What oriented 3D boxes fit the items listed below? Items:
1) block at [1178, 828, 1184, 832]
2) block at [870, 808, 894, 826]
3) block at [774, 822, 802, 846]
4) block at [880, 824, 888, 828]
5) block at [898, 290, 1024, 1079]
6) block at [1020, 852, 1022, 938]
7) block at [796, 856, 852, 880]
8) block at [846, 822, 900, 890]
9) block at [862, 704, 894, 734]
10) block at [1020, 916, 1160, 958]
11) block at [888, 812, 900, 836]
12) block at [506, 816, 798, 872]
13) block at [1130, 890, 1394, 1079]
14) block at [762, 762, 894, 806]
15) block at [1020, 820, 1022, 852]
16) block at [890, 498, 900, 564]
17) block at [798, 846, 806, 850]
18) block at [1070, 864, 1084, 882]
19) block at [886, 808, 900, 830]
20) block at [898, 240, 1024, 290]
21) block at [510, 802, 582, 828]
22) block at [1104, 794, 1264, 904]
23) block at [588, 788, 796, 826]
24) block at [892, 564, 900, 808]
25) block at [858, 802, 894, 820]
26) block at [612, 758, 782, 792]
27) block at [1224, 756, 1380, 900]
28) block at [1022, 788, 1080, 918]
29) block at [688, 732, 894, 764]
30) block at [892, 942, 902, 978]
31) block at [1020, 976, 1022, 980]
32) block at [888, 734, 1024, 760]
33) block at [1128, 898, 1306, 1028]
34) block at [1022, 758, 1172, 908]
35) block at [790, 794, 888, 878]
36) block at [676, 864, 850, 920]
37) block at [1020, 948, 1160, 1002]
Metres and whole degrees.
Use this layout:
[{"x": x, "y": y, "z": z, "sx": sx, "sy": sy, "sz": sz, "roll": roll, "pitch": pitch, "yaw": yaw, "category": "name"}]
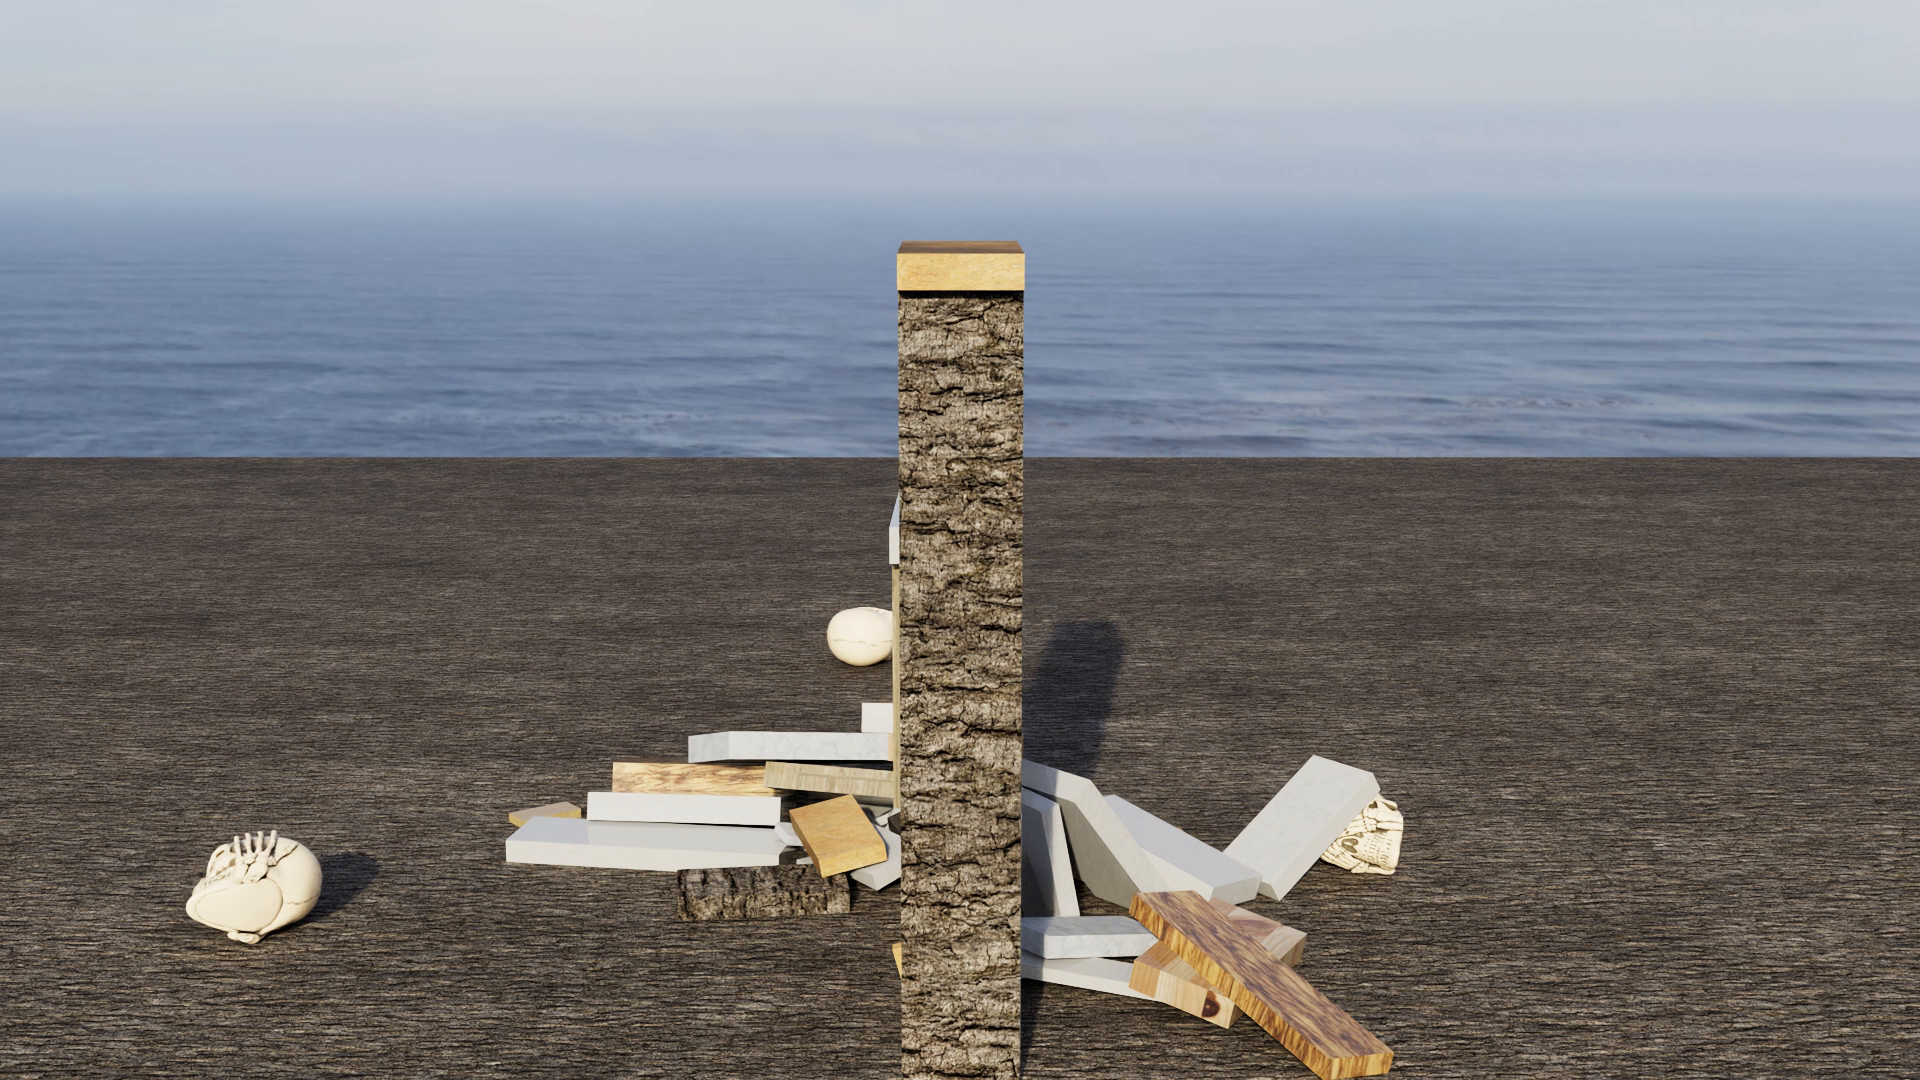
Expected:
[{"x": 0.359, "y": 0.548, "z": 3.810, "sx": 0.108, "sy": 0.030, "sz": 0.215, "roll": -2, "pitch": 11, "yaw": -11, "category": "block"}, {"x": -0.158, "y": 0.508, "z": 3.935, "sx": 0.104, "sy": 0.015, "sz": 0.052, "roll": -27, "pitch": -1, "yaw": 24, "category": "block"}, {"x": -0.260, "y": 0.516, "z": 3.847, "sx": 0.117, "sy": 0.017, "sz": 0.058, "roll": 8, "pitch": 15, "yaw": -30, "category": "block"}, {"x": -0.065, "y": 0.508, "z": 3.961, "sx": 0.103, "sy": 0.029, "sz": 0.207, "roll": -1, "pitch": 13, "yaw": 30, "category": "block"}, {"x": 0.001, "y": 0.205, "z": 2.838, "sx": 0.156, "sy": 1.059, "sz": 0.044, "roll": 0, "pitch": 11, "yaw": 0, "category": "block"}, {"x": 0.003, "y": 0.557, "z": 2.985, "sx": 0.157, "sy": 0.315, "sz": 0.045, "roll": 0, "pitch": 11, "yaw": 0, "category": "block"}, {"x": -0.230, "y": 0.564, "z": 3.770, "sx": 0.052, "sy": 0.015, "sz": 0.104, "roll": -7, "pitch": 13, "yaw": -35, "category": "block"}, {"x": -0.160, "y": 0.531, "z": 3.743, "sx": 0.104, "sy": 0.029, "sz": 0.208, "roll": -27, "pitch": 23, "yaw": -29, "category": "block"}, {"x": -0.031, "y": 0.325, "z": 3.948, "sx": 0.163, "sy": 0.046, "sz": 0.960, "roll": 0, "pitch": -5, "yaw": 5, "category": "block"}, {"x": 0.193, "y": 0.605, "z": 3.357, "sx": 0.236, "sy": 0.033, "sz": 0.118, "roll": 6, "pitch": 2, "yaw": -35, "category": "block"}, {"x": -0.028, "y": 0.517, "z": 3.751, "sx": 0.104, "sy": 0.029, "sz": 0.208, "roll": -23, "pitch": 35, "yaw": -22, "category": "block"}, {"x": -0.538, "y": 0.536, "z": 3.852, "sx": 0.488, "sy": 0.039, "sz": 0.139, "roll": 2, "pitch": 11, "yaw": 9, "category": "block"}, {"x": 0.419, "y": 0.625, "z": 3.135, "sx": 0.113, "sy": 0.032, "sz": 0.483, "roll": 3, "pitch": 17, "yaw": -31, "category": "block"}, {"x": -0.175, "y": 0.445, "z": 3.972, "sx": 0.327, "sy": 0.046, "sz": 0.163, "roll": 0, "pitch": -13, "yaw": 33, "category": "block"}, {"x": 0.003, "y": 0.361, "z": 3.055, "sx": 0.157, "sy": 0.045, "sz": 0.315, "roll": 0, "pitch": 11, "yaw": 0, "category": "block"}, {"x": -0.003, "y": -0.024, "z": 3.007, "sx": 0.170, "sy": 0.048, "sz": 0.340, "roll": 0, "pitch": 11, "yaw": 1, "category": "block"}, {"x": -0.249, "y": 0.538, "z": 3.902, "sx": 0.058, "sy": 0.017, "sz": 0.117, "roll": -9, "pitch": 14, "yaw": -40, "category": "block"}, {"x": 0.140, "y": 0.529, "z": 3.679, "sx": 0.215, "sy": 0.030, "sz": 0.108, "roll": 23, "pitch": -4, "yaw": -34, "category": "block"}, {"x": -0.023, "y": 0.508, "z": 3.821, "sx": 0.208, "sy": 0.029, "sz": 0.104, "roll": 1, "pitch": 33, "yaw": 15, "category": "block"}, {"x": 0.000, "y": -0.356, "z": 2.839, "sx": 0.156, "sy": 0.044, "sz": 0.311, "roll": 0, "pitch": 11, "yaw": 0, "category": "block"}, {"x": -0.766, "y": 0.508, "z": 4.063, "sx": 0.117, "sy": 0.017, "sz": 0.059, "roll": -8, "pitch": 13, "yaw": -37, "category": "block"}, {"x": 0.330, "y": 0.518, "z": 3.662, "sx": 0.314, "sy": 0.044, "sz": 0.157, "roll": 26, "pitch": 16, "yaw": 35, "category": "block"}, {"x": -0.483, "y": 0.484, "z": 3.989, "sx": 0.347, "sy": 0.049, "sz": 0.174, "roll": 1, "pitch": -4, "yaw": 5, "category": "block"}, {"x": -0.004, "y": 0.188, "z": 2.934, "sx": 0.170, "sy": 0.340, "sz": 0.048, "roll": 0, "pitch": 11, "yaw": 0, "category": "block"}, {"x": -0.121, "y": 0.497, "z": 4.091, "sx": 0.103, "sy": 0.029, "sz": 0.207, "roll": 5, "pitch": 12, "yaw": 27, "category": "block"}, {"x": -0.476, "y": 0.445, "z": 4.169, "sx": 0.347, "sy": 0.049, "sz": 0.174, "roll": 2, "pitch": -2, "yaw": -5, "category": "block"}, {"x": 0.572, "y": 0.486, "z": 3.733, "sx": 0.277, "sy": 0.039, "sz": 0.139, "roll": -42, "pitch": 31, "yaw": -23, "category": "block"}, {"x": 0.128, "y": 0.511, "z": 3.445, "sx": 0.033, "sy": 0.236, "sz": 0.118, "roll": -20, "pitch": 19, "yaw": -28, "category": "block"}, {"x": -0.264, "y": 0.391, "z": 4.120, "sx": 0.455, "sy": 0.049, "sz": 0.174, "roll": 4, "pitch": -9, "yaw": -31, "category": "block"}, {"x": -0.021, "y": 0.615, "z": 3.242, "sx": 0.143, "sy": 0.072, "sz": 0.020, "roll": -15, "pitch": 10, "yaw": 3, "category": "block"}, {"x": 0.089, "y": 0.641, "z": 3.338, "sx": 0.143, "sy": 0.020, "sz": 0.072, "roll": -7, "pitch": 13, "yaw": -34, "category": "block"}, {"x": -0.003, "y": 0.320, "z": 3.402, "sx": 0.144, "sy": 0.041, "sz": 0.287, "roll": -2, "pitch": -5, "yaw": 14, "category": "block"}, {"x": 0.386, "y": 0.623, "z": 3.265, "sx": 0.157, "sy": 0.044, "sz": 0.314, "roll": 19, "pitch": 16, "yaw": 24, "category": "block"}, {"x": 0.213, "y": 0.481, "z": 3.519, "sx": 0.157, "sy": 0.314, "sz": 0.044, "roll": 12, "pitch": 56, "yaw": 48, "category": "block"}, {"x": -0.209, "y": 0.501, "z": 3.742, "sx": 0.113, "sy": 0.032, "sz": 0.226, "roll": -13, "pitch": 18, "yaw": -14, "category": "block"}, {"x": -0.326, "y": 0.578, "z": 3.624, "sx": 0.277, "sy": 0.039, "sz": 0.139, "roll": -1, "pitch": 11, "yaw": -7, "category": "block"}, {"x": 0.205, "y": 0.643, "z": 3.259, "sx": 0.305, "sy": 0.020, "sz": 0.072, "roll": 7, "pitch": 13, "yaw": 14, "category": "block"}]
